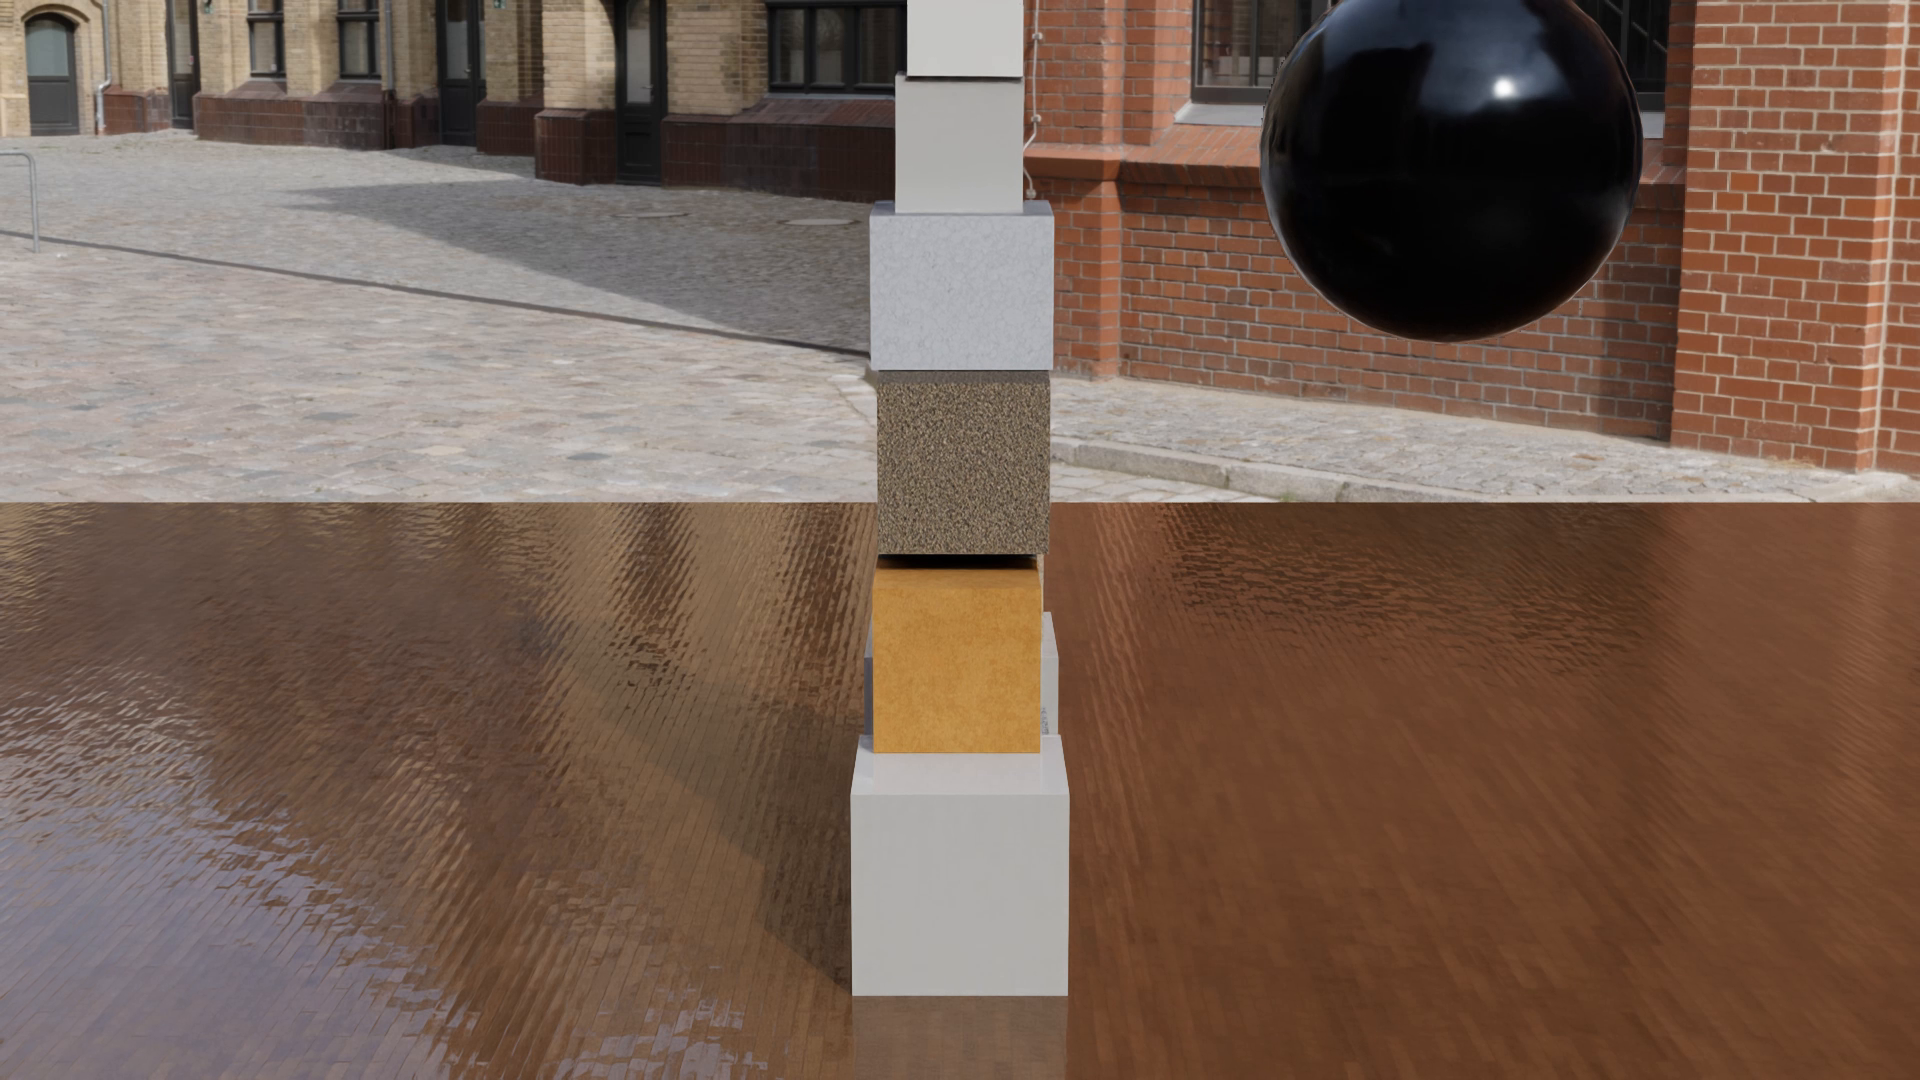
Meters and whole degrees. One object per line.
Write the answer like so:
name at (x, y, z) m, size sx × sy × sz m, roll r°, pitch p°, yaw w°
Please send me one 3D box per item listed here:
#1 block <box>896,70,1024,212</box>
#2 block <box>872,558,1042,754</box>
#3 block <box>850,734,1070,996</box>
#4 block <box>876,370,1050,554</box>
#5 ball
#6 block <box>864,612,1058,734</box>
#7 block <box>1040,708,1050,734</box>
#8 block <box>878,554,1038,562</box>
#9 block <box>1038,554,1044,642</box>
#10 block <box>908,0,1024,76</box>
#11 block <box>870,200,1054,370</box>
block at (-0.002, -1.675, 10.769) m, size 0.527 × 0.558 × 0.451 m, roll 0°, pitch 13°, yaw 0°
block at (-0.013, 0.470, 10.588) m, size 0.671 × 0.679 × 0.651 m, roll 0°, pitch 10°, yaw 0°
block at (0.000, 1.282, 10.265) m, size 0.833 × 0.804 × 0.893 m, roll 0°, pitch 10°, yaw 0°
block at (0.015, -0.365, 10.750) m, size 0.701 × 0.708 × 0.690 m, roll 0°, pitch 13°, yaw 0°
ball at (2.074, -1.635, 10.883) m, size 1.600 × 1.600 × 1.600 m, roll 0°, pitch 10°, yaw 0°
block at (0.006, 0.912, 11.798) m, size 0.851 × 0.985 × 0.966 m, roll 0°, pitch 10°, yaw 0°
block at (0.015, 1.165, 11.025) m, size 0.722 × 0.763 × 0.625 m, roll 0°, pitch 10°, yaw 0°
block at (-0.010, 0.213, 11.179) m, size 0.671 × 0.612 × 0.584 m, roll 0°, pitch 13°, yaw 0°
block at (0.017, 0.061, 11.830) m, size 0.716 × 0.679 × 0.699 m, roll 0°, pitch 10°, yaw 0°
block at (0.023, -2.224, 10.638) m, size 0.471 × 0.571 × 0.501 m, roll 0°, pitch 13°, yaw 0°
block at (0.008, -1.091, 10.901) m, size 0.754 × 0.638 × 0.725 m, roll 0°, pitch 13°, yaw 0°
